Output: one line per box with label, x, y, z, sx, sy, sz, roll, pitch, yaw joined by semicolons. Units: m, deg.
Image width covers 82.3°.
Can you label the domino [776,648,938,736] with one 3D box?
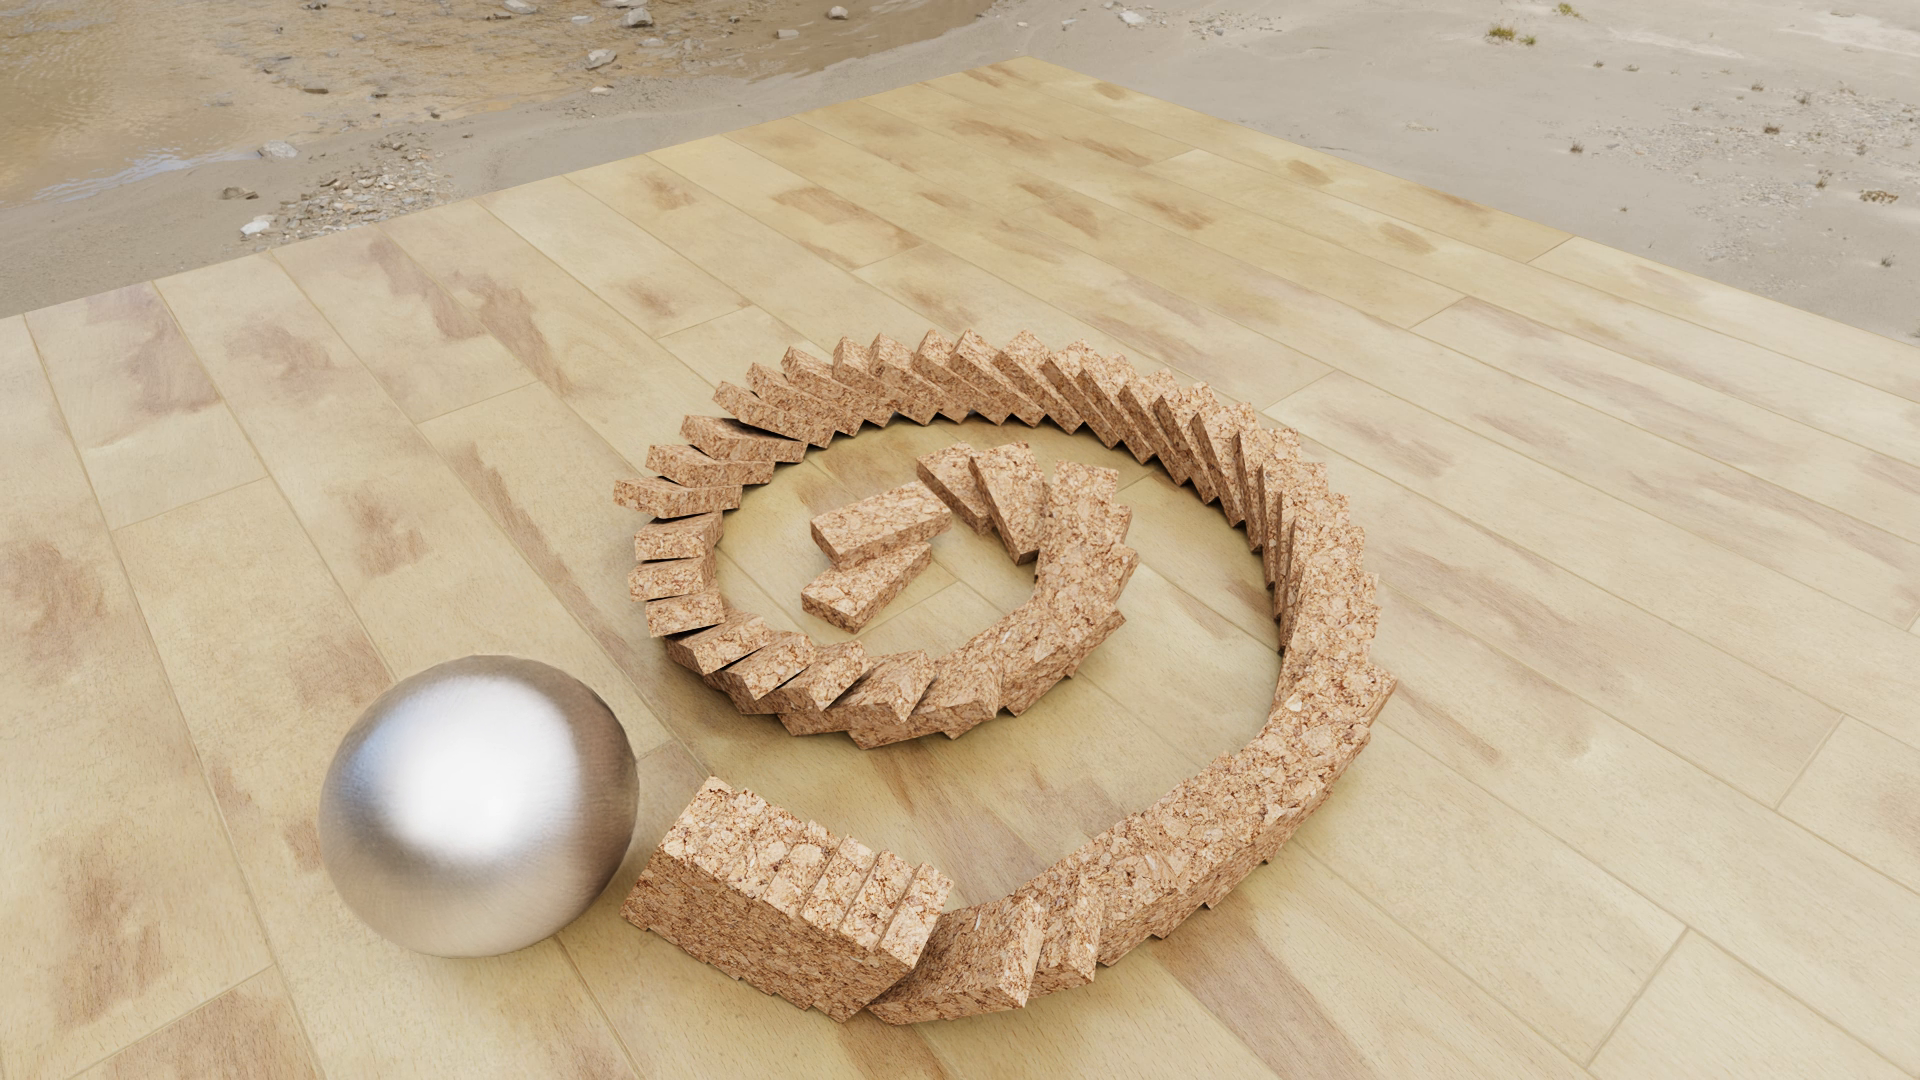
domino;-0.034;0.051;0.362;0.050;0.010;0.025;-13;28;37

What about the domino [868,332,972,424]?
domino;-0.019;-0.076;0.515;0.050;0.010;0.025;27;32;-22

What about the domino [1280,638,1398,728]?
domino;0.116;0.059;0.353;0.025;0.010;0.050;32;76;29

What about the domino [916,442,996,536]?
domino;0.005;-0.023;0.471;0.025;0.009;0.050;-22;44;-25

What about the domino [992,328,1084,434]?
domino;0.041;-0.074;0.514;0.050;0.009;0.025;43;46;0

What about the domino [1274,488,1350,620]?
domino;0.133;0.006;0.416;0.025;0.009;0.050;6;70;5

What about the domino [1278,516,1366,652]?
domino;0.132;0.018;0.402;0.025;0.009;0.050;9;70;7

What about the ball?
ball;-0.129;0.071;0.301;0.080;0.080;0.080;0;39;0

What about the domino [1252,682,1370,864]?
domino;0.100;0.071;0.339;0.050;0.009;0.025;-47;54;-9

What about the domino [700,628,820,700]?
domino;-0.069;0.041;0.371;0.025;0.009;0.050;-32;15;-27

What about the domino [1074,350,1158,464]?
domino;0.077;-0.061;0.498;0.025;0.010;0.050;-30;77;-33

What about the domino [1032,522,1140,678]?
domino;0.041;0.022;0.396;0.025;0.009;0.050;27;80;27

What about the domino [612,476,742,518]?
domino;-0.114;-0.019;0.447;0.025;0.010;0.050;15;12;22

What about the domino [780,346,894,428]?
domino;-0.056;-0.071;0.506;0.050;0.009;0.025;22;22;-32

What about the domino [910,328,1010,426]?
domino;0.002;-0.077;0.517;0.050;0.010;0.025;31;38;-14

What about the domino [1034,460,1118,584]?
domino;0.046;-0.005;0.431;0.025;0.010;0.050;10;67;5

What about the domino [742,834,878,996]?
domino;-0.040;0.100;0.291;0.009;0.050;0.025;35;44;-1

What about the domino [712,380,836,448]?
domino;-0.082;-0.055;0.488;0.025;0.009;0.050;35;13;37

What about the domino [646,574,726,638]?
domino;-0.099;0.023;0.395;0.025;0.010;0.050;-12;9;-13

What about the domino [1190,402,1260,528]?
domino;0.118;-0.032;0.462;0.025;0.009;0.050;-12;73;-17

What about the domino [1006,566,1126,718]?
domino;0.030;0.035;0.381;0.050;0.009;0.025;-42;49;0

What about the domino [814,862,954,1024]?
domino;-0.020;0.105;0.284;0.009;0.050;0.025;35;45;-1

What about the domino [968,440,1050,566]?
domino;0.025;-0.016;0.449;0.025;0.010;0.050;-16;63;-18

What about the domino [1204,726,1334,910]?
domino;0.083;0.082;0.327;0.050;0.010;0.025;-41;49;-6

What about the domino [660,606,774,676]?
domino;-0.085;0.034;0.380;0.025;0.010;0.050;-26;12;-24

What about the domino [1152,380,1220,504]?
domino;0.106;-0.042;0.475;0.025;0.010;0.050;-20;76;-24

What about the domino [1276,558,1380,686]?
domino;0.128;0.033;0.384;0.025;0.010;0.050;13;70;16

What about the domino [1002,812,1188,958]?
domino;0.035;0.100;0.302;0.050;0.009;0.025;-36;42;8

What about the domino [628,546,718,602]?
domino;-0.106;0.012;0.409;0.025;0.010;0.050;-8;8;-6

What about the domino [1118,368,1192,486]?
domino;0.094;-0.050;0.487;0.025;0.010;0.050;-24;74;-26

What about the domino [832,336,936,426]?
domino;-0.035;-0.074;0.513;0.050;0.009;0.025;25;32;-24

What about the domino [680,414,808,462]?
domino;-0.094;-0.044;0.479;0.025;0.009;0.050;32;20;33

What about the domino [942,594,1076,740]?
domino;0.012;0.043;0.372;0.050;0.010;0.025;-34;42;7

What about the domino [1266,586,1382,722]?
domino;0.123;0.043;0.371;0.025;0.009;0.050;17;71;17

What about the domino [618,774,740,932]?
domino;-0.078;0.088;0.306;0.010;0.050;0.025;35;44;-1

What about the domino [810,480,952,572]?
domino;-0.031;-0.006;0.436;0.050;0.010;0.025;-22;44;-24

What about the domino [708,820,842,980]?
domino;-0.050;0.097;0.294;0.010;0.050;0.025;35;44;-1

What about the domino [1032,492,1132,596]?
domino;0.045;0.009;0.411;0.025;0.010;0.050;15;76;18

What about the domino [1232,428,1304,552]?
domino;0.128;-0.021;0.449;0.025;0.009;0.050;-2;70;-7

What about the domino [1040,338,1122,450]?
domino;0.063;-0.068;0.508;0.025;0.009;0.050;-33;79;-34

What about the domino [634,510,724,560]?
domino;-0.108;-0.002;0.428;0.025;0.009;0.050;-3;11;-4

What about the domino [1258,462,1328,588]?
domino;0.132;-0.006;0.432;0.025;0.009;0.050;1;70;1

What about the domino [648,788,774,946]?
domino;-0.069;0.090;0.302;0.009;0.050;0.025;35;44;-1

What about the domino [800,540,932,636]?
domino;-0.036;0.014;0.426;0.025;0.009;0.050;23;45;25

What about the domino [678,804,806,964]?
domino;-0.060;0.094;0.298;0.010;0.050;0.025;35;44;-1

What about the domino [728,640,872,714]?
domino;-0.054;0.046;0.365;0.050;0.009;0.025;-12;23;49

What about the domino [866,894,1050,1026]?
domino;-0.001;0.109;0.284;0.050;0.010;0.025;-28;25;39

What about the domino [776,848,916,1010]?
domino;-0.030;0.102;0.287;0.009;0.050;0.025;35;44;-1

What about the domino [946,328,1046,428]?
domino;0.019;-0.076;0.515;0.050;0.009;0.025;34;38;-12

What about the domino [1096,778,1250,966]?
domino;0.053;0.093;0.309;0.050;0.009;0.025;-40;48;5

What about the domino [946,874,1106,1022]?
domino;0.014;0.107;0.288;0.050;0.010;0.025;-32;25;34

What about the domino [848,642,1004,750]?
domino;-0.011;0.052;0.363;0.050;0.010;0.025;-17;34;23

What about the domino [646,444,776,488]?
domino;-0.105;-0.032;0.464;0.025;0.009;0.050;24;16;26

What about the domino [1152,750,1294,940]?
domino;0.068;0.087;0.316;0.050;0.010;0.025;-43;49;2

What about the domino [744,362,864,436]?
domino;-0.070;-0.064;0.498;0.050;0.010;0.025;18;19;-42
